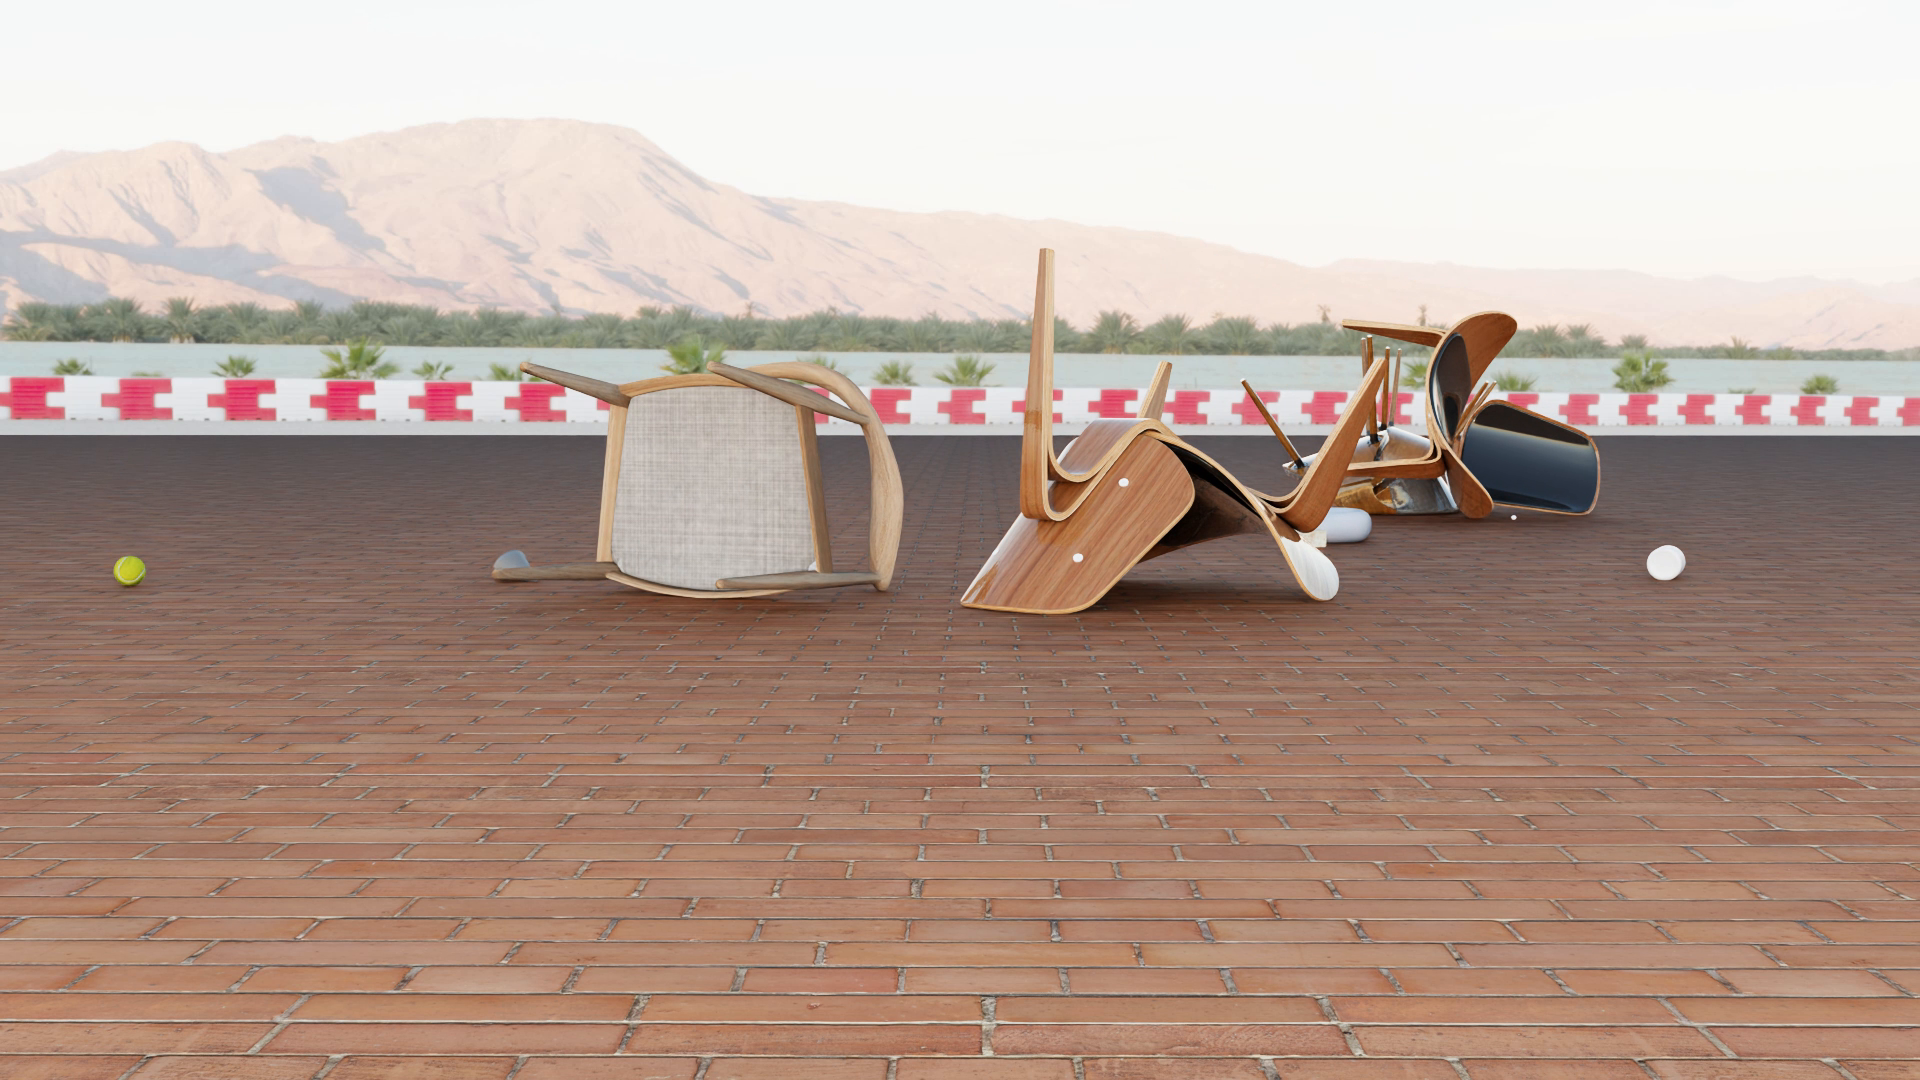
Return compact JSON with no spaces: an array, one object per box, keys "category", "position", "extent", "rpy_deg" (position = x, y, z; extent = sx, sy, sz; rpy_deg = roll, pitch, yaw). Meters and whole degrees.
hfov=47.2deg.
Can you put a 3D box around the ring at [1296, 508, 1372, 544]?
[{"category":"ring","position":[1.107,-0.043,6.516],"extent":[0.206,0.093,0.313],"rpy_deg":[4,6,32]}]

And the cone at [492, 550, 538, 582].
[{"category":"cone","position":[-1.019,0.078,5.138],"extent":[0.095,0.079,0.107],"rpy_deg":[28,18,27]}]

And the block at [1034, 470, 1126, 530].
[{"category":"block","position":[0.388,-0.130,7.120],"extent":[0.219,0.180,0.204],"rpy_deg":[3,5,35]}]

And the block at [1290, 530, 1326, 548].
[{"category":"block","position":[0.996,-0.005,6.286],"extent":[0.083,0.046,0.063],"rpy_deg":[-1,4,-13]}]
